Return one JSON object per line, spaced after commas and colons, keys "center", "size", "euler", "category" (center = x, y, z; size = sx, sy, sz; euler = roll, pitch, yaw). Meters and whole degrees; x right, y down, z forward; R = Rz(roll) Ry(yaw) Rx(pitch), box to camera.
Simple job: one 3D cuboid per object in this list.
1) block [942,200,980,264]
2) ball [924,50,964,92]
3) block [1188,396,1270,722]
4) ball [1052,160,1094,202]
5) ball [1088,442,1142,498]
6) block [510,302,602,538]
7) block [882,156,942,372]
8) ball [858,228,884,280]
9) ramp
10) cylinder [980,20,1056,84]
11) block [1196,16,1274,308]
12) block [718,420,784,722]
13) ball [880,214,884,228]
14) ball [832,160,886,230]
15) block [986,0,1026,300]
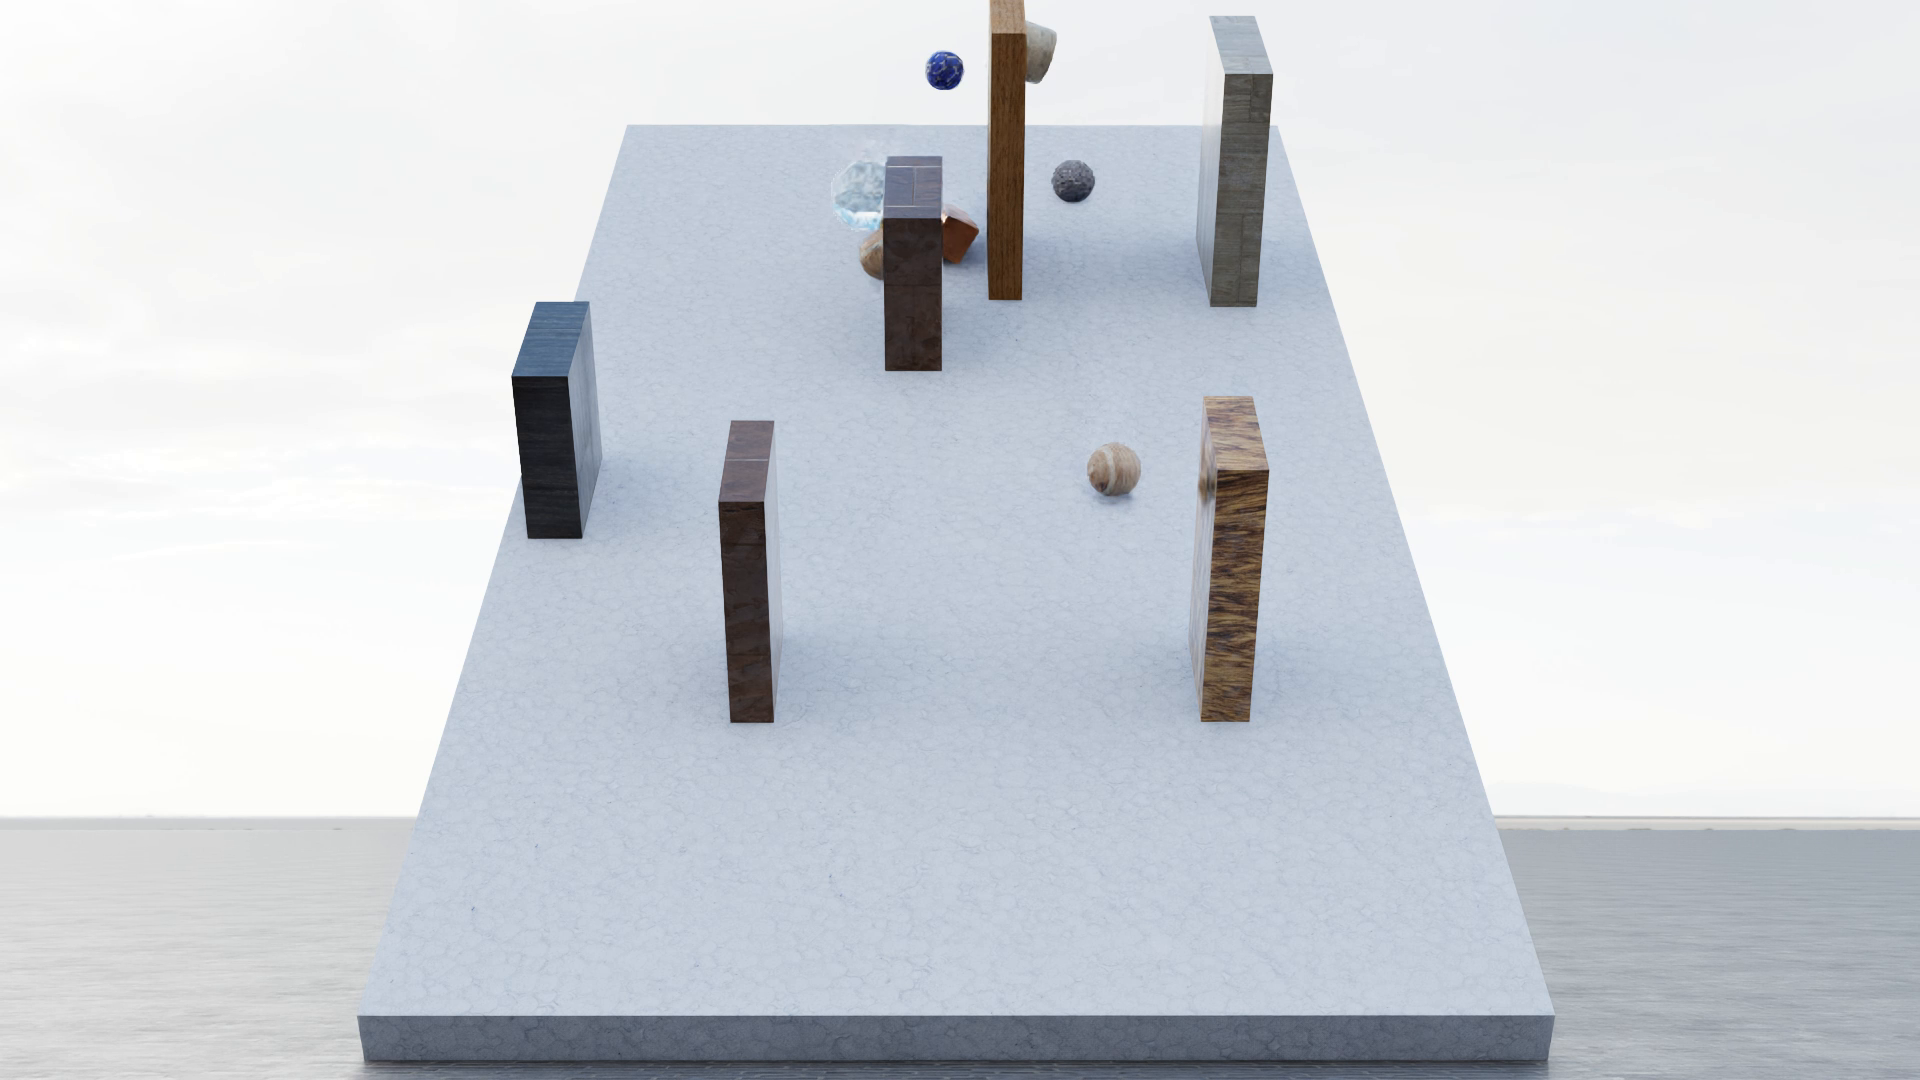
{"center": [-0.040, -0.840, 6.599], "size": [0.113, 0.113, 0.113], "euler": [20, 24, -36], "category": "block"}
{"center": [-0.044, -1.318, 6.830], "size": [0.114, 0.114, 0.114], "euler": [0, -7, 0], "category": "ball"}
{"center": [0.521, 0.039, 4.761], "size": [0.096, 0.569, 0.292], "euler": [0, 31, 0], "category": "block"}
{"center": [0.323, -1.025, 6.949], "size": [0.122, 0.122, 0.122], "euler": [0, -7, 0], "category": "ball"}
{"center": [0.350, -0.159, 5.517], "size": [0.123, 0.123, 0.123], "euler": [0, -7, 0], "category": "ball"}
{"center": [-0.894, -0.270, 5.422], "size": [0.121, 0.403, 0.366], "euler": [0, 31, 0], "category": "block"}
{"center": [-0.116, -0.699, 6.127], "size": [0.142, 0.412, 0.391], "euler": [0, 31, 0], "category": "block"}
{"center": [-0.202, -0.763, 6.498], "size": [0.138, 0.138, 0.138], "euler": [0, -7, 0], "category": "ball"}
{"center": [-0.014, -0.199, 5.796], "size": [2.000, 0.100, 4.000], "euler": [0, 31, 0], "category": "ramp"}
{"center": [0.164, -1.387, 6.861], "size": [0.162, 0.162, 0.162], "euler": [16, -12, -18], "category": "cylinder"}
{"center": [0.718, -0.999, 6.407], "size": [0.122, 0.641, 0.435], "euler": [0, 31, 0], "category": "block"}
{"center": [-0.408, 0.062, 4.780], "size": [0.086, 0.503, 0.317], "euler": [0, 31, 0], "category": "block"}
{"center": [-0.164, -0.861, 6.681], "size": [0.116, 0.116, 0.116], "euler": [0, -7, 0], "category": "ball"}
{"center": [-0.258, -0.956, 6.758], "size": [0.193, 0.193, 0.193], "euler": [0, -7, 0], "category": "ball"}
{"center": [0.120, -1.058, 6.416], "size": [0.088, 0.730, 0.436], "euler": [0, 31, 0], "category": "block"}
